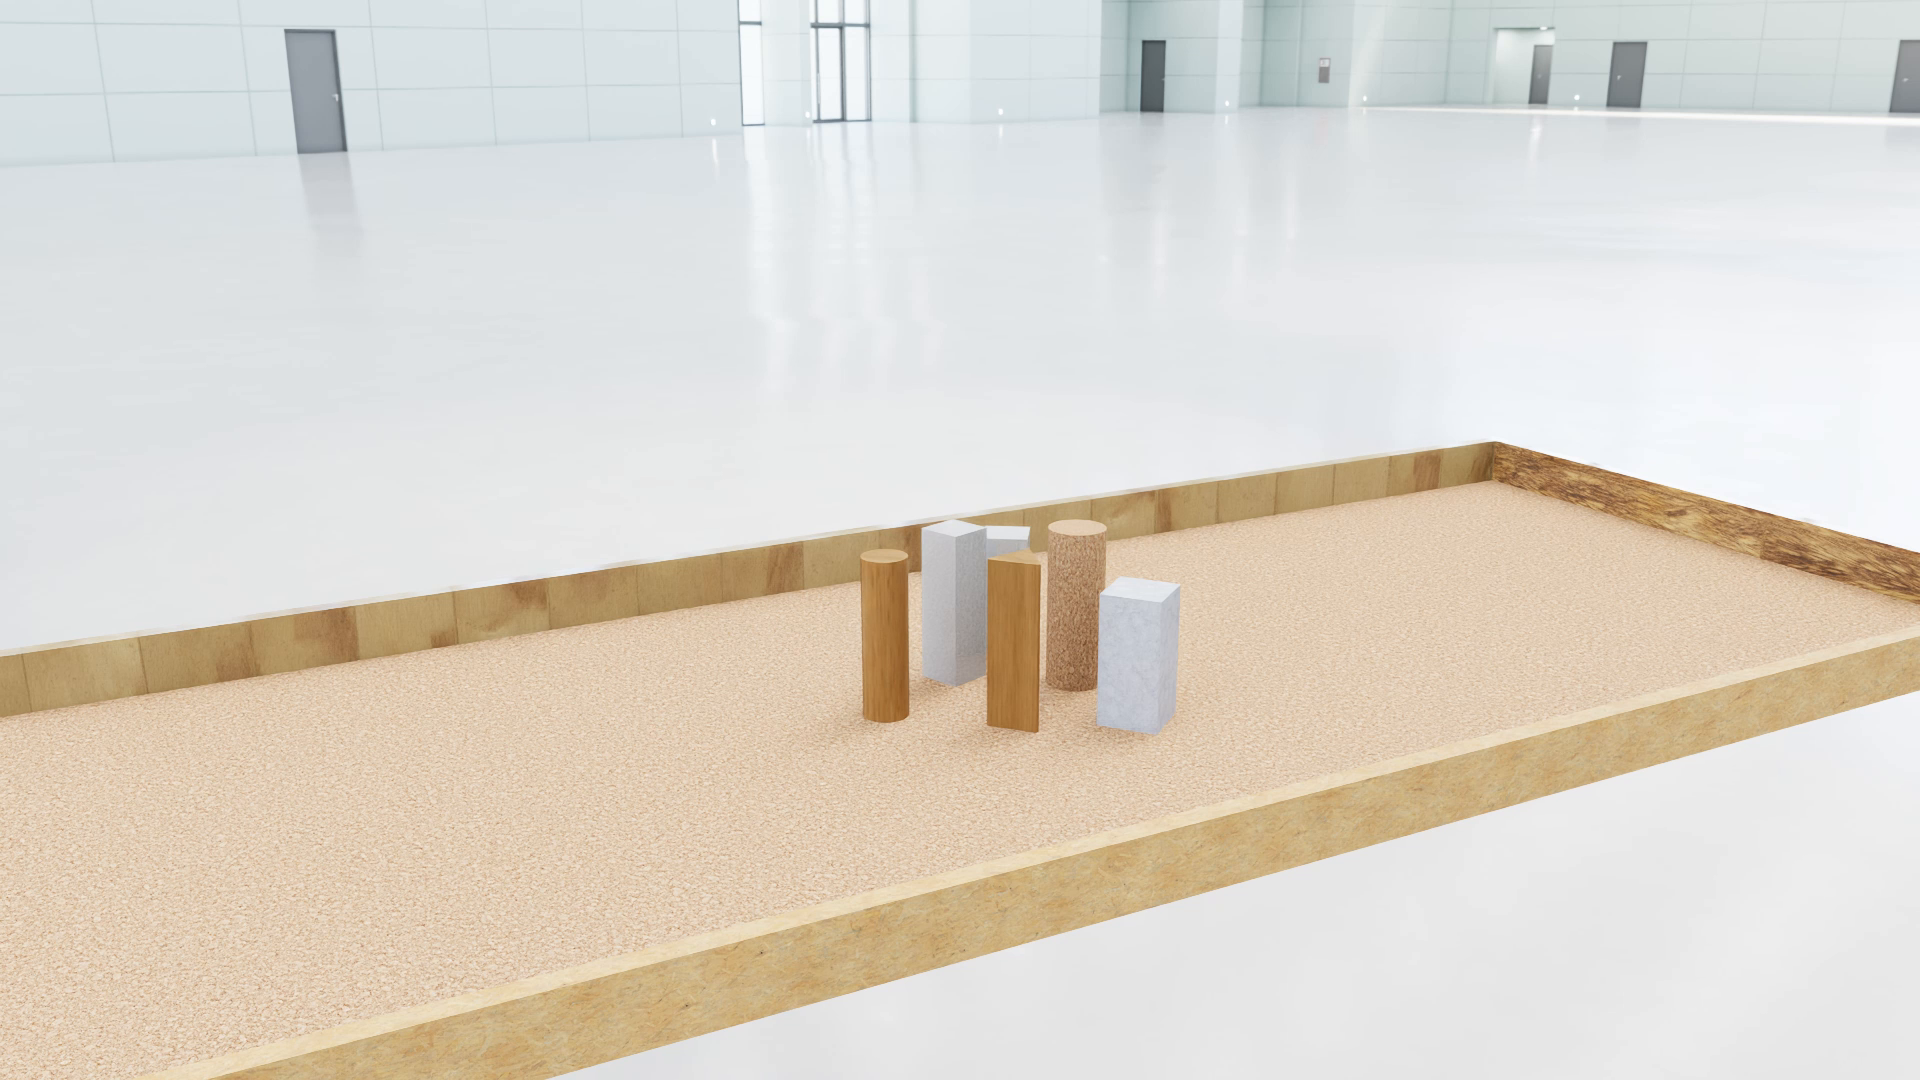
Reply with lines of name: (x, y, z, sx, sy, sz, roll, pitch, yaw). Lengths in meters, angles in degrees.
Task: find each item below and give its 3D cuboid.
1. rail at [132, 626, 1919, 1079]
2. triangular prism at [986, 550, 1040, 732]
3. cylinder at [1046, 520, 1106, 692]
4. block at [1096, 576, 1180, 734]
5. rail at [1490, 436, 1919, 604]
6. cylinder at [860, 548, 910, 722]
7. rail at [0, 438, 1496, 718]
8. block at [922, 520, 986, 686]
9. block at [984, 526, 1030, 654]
rail: (-2.336, 1.006, 1.665, 12.000, 0.150, 0.050, -9, 18, -27)
triangular prism: (0.141, 0.231, 3.845, 0.125, 0.408, 0.108, 6, 17, 20)
cylinder: (0.287, 0.162, 4.091, 0.144, 0.402, 0.144, 0, 16, 0)
block: (0.418, 0.269, 3.866, 0.148, 0.323, 0.148, 7, 18, 23)
rail: (2.466, -0.048, 5.253, 0.050, 0.150, 2.100, -9, 18, -27)
cylinder: (-0.176, 0.226, 3.886, 0.111, 0.395, 0.111, 0, 16, 0)
rail: (-3.305, 0.497, 3.399, 12.000, 0.150, 0.050, -9, 18, -27)
block: (-0.014, 0.157, 4.130, 0.114, 0.390, 0.114, 15, 22, 41)
block: (0.120, 0.132, 4.347, 0.119, 0.315, 0.119, 2, 16, 6)
